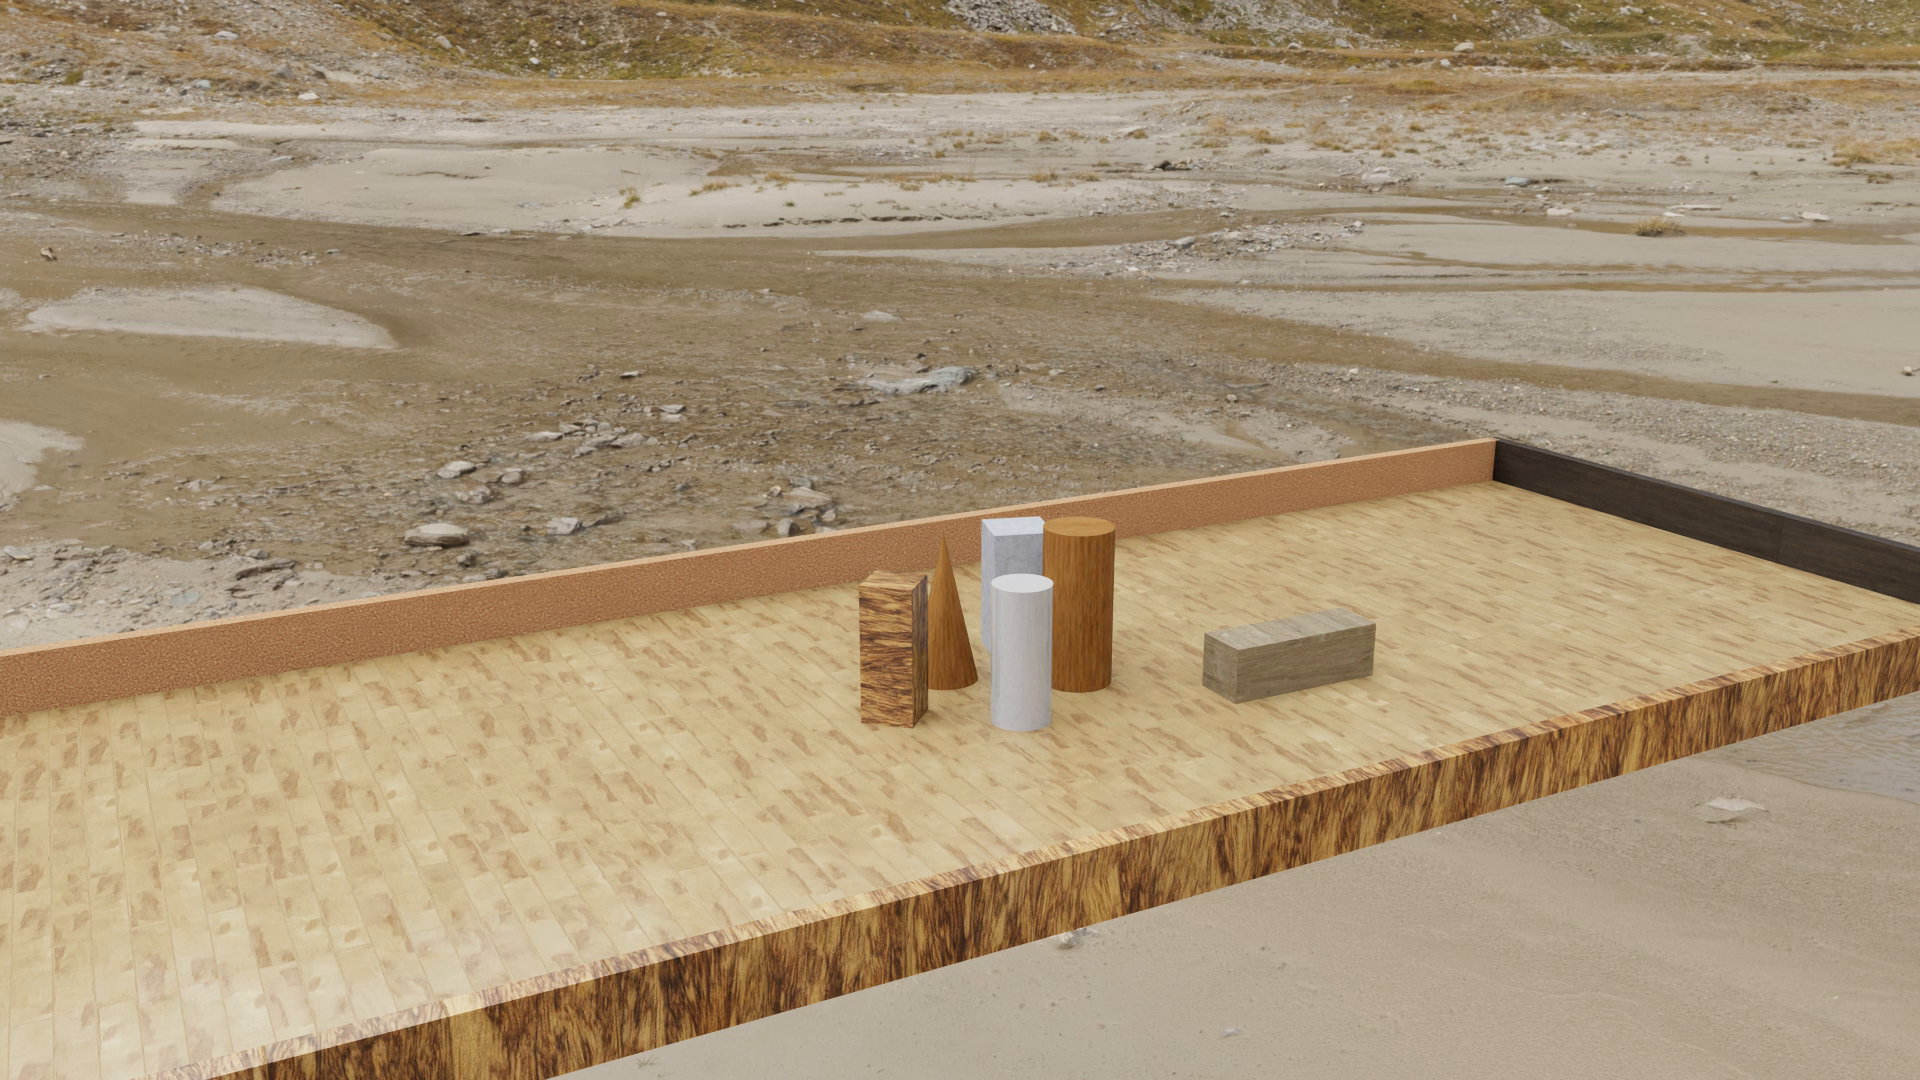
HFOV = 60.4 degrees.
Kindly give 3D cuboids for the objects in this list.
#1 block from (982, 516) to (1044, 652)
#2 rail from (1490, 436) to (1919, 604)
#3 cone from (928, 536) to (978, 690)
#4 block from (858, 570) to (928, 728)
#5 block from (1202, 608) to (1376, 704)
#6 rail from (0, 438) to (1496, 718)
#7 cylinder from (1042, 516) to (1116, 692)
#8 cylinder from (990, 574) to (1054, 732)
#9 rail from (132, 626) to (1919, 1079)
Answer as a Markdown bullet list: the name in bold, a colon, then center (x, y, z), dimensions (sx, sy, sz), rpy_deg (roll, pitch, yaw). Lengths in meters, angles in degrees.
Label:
- **block**: center (0.149, 0.125, 4.332), dimensions (0.157, 0.337, 0.157), rpy_deg (-3, 17, -11)
- **rail**: center (2.466, -0.048, 5.253), dimensions (0.050, 0.150, 2.100), rpy_deg (-9, 18, -27)
- **cone**: center (-0.040, 0.165, 4.116), dimensions (0.171, 0.381, 0.171), rpy_deg (0, 16, 0)
- **block**: center (-0.155, 0.256, 3.882), dimensions (0.127, 0.340, 0.127), rpy_deg (5, 17, 15)
- **block**: center (0.826, 0.287, 4.133), dimensions (0.425, 0.139, 0.139), rpy_deg (-8, 18, -26)
- **rail**: center (-3.305, 0.497, 3.399), dimensions (12.000, 0.150, 0.050), rpy_deg (-9, 18, -27)
- **cylinder**: center (0.292, 0.159, 4.100), dimensions (0.177, 0.402, 0.177), rpy_deg (0, 16, 0)
- **cylinder**: center (0.144, 0.262, 3.860), dimensions (0.144, 0.340, 0.144), rpy_deg (0, 16, 0)
- **rail**: center (-2.336, 1.006, 1.665), dimensions (12.000, 0.150, 0.050), rpy_deg (-9, 18, -27)
